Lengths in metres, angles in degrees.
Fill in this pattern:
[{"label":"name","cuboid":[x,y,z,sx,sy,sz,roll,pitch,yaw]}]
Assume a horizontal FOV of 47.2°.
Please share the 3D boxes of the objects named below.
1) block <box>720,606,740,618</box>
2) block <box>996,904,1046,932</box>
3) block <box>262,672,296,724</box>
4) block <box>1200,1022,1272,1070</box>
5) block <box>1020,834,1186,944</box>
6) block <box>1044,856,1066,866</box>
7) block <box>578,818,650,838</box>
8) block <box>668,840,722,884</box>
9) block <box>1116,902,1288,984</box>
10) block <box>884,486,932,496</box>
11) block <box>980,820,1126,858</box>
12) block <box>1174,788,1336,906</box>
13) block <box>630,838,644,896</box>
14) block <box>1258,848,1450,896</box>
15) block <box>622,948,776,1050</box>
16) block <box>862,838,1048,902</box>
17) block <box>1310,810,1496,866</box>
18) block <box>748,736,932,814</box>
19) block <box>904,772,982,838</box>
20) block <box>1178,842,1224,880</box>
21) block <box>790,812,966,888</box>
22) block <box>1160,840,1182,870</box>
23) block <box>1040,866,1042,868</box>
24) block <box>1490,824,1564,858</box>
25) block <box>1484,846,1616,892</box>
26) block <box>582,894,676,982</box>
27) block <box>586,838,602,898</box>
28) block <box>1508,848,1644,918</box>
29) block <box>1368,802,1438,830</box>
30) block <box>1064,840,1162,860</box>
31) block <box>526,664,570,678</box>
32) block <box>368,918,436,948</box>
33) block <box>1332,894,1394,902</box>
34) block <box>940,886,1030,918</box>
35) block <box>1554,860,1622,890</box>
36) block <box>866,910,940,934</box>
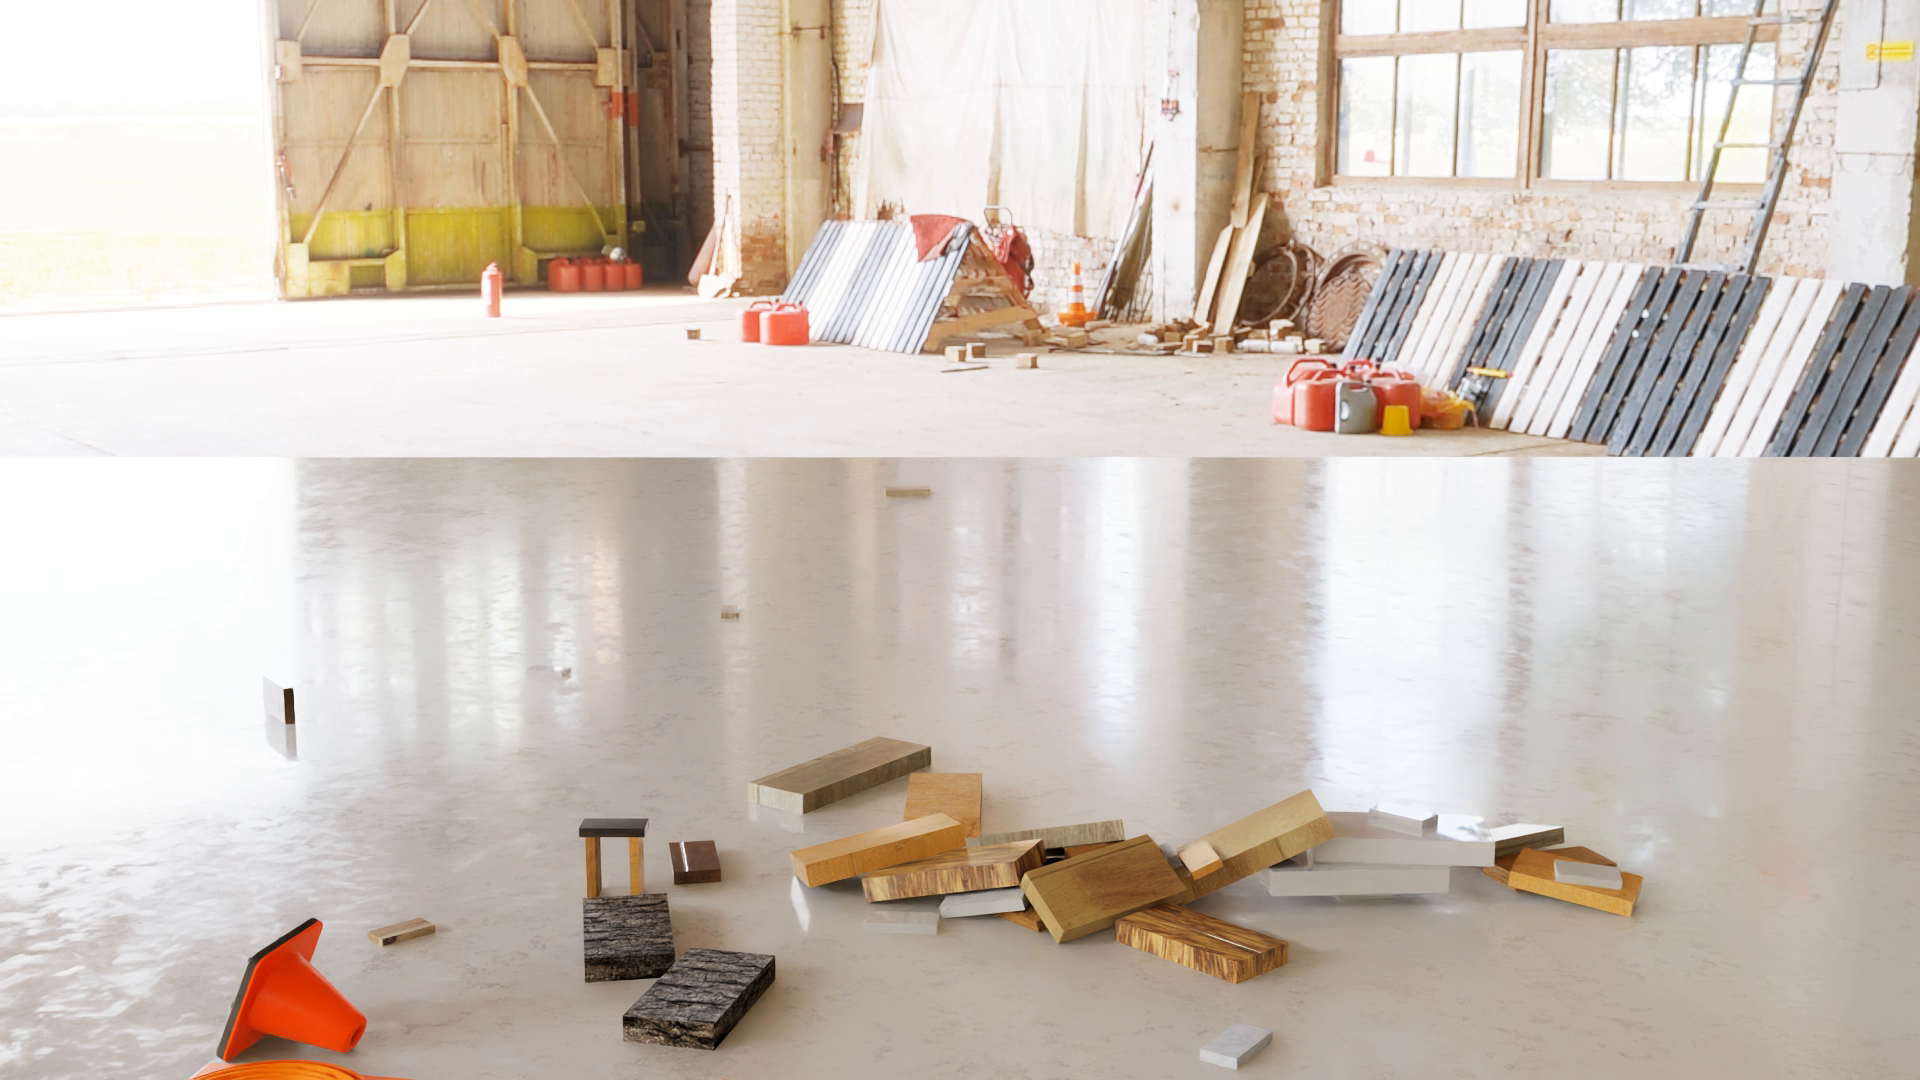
[{"label":"block","cuboid":[-0.604,0.189,5.791,0.046,0.013,0.093,-1,11,-4]},{"label":"block","cuboid":[0.102,0.588,3.559,0.073,0.021,0.146,-32,27,-32]},{"label":"block","cuboid":[-1.480,0.344,4.778,0.022,0.079,0.158,-7,13,-33]},{"label":"block","cuboid":[0.382,0.699,3.040,0.056,0.016,0.113,7,13,33]},{"label":"block","cuboid":[0.230,0.557,3.522,0.242,0.034,0.121,-13,50,-30]},{"label":"block","cuboid":[0.226,0.556,3.806,0.259,0.016,0.056,-5,12,-27]},{"label":"block","cuboid":[-0.573,0.477,3.644,0.108,0.015,0.054,0,11,0]},{"label":"block","cuboid":[-0.458,0.556,3.793,0.079,0.022,0.158,-2,11,-10]},{"label":"block","cuboid":[0.372,0.622,3.404,0.121,0.034,0.246,-10,14,-42]},{"label":"block","cuboid":[-0.184,-0.172,7.708,0.158,0.022,0.079,-1,11,-6]},{"label":"block","cuboid":[0.160,0.516,3.752,0.242,0.034,0.121,-7,-16,3]},{"label":"block","cuboid":[0.468,0.512,3.650,0.292,0.041,0.146,-25,10,3]},{"label":"block","cuboid":[-0.537,0.538,3.656,0.015,0.108,0.054,0,11,0]},{"label":"block","cuboid":[0.648,0.544,3.654,0.292,0.041,0.146,-1,10,-4]},{"label":"block","cuboid":[-0.374,0.661,3.182,0.134,0.038,0.268,3,11,13]},{"label":"block","cuboid":[-0.009,0.545,3.627,0.275,0.039,0.137,-10,5,23]},{"label":"block","cuboid":[0.734,0.498,3.676,0.292,0.041,0.146,1,10,5]},{"label":"block","cuboid":[-0.230,0.455,4.290,0.134,0.038,0.401,7,13,35]},{"label":"block","cuboid":[-0.030,0.492,4.092,0.137,0.039,0.274,0,11,1]},{"label":"block","cuboid":[0.394,0.525,3.602,0.052,0.015,0.103,-26,10,-2]},{"label":"block","cuboid":[-0.140,0.525,3.731,0.275,0.039,0.137,-13,4,-14]},{"label":"block","cuboid":[0.294,0.550,3.676,0.149,0.021,0.075,-22,10,2]},{"label":"block","cuboid":[0.186,0.557,3.687,0.149,0.021,0.075,-15,10,-5]},{"label":"block","cuboid":[0.956,0.526,3.852,0.198,0.028,0.099,-4,0,-38]},{"label":"block","cuboid":[1.006,0.560,3.752,0.198,0.028,0.099,-4,11,-19]},{"label":"block","cuboid":[-0.517,0.617,3.422,0.134,0.038,0.268,-2,11,-10]},{"label":"block","cuboid":[-0.609,0.538,3.656,0.015,0.108,0.054,0,11,0]},{"label":"block","cuboid":[1.018,0.564,3.635,0.198,0.028,0.099,12,21,23]},{"label":"block","cuboid":[0.747,0.464,3.707,0.103,0.015,0.052,9,14,41]},{"label":"block","cuboid":[0.254,0.523,3.654,0.149,0.021,0.075,-6,8,-7]},{"label":"block","cuboid":[-0.965,0.307,5.156,0.093,0.013,0.046,3,11,16]},{"label":"block","cuboid":[-0.882,0.619,3.474,0.093,0.013,0.046,-10,14,-42]},{"label":"block","cuboid":[0.669,0.584,3.662,0.095,0.014,0.048,-2,11,-9]},{"label":"block","cuboid":[0.047,0.577,3.554,0.146,0.021,0.073,-10,17,24]},{"label":"block","cuboid":[1.032,0.550,3.614,0.104,0.015,0.052,6,20,8]},{"label":"block","cuboid":[-0.091,0.611,3.513,0.113,0.016,0.056,1,11,5]}]
